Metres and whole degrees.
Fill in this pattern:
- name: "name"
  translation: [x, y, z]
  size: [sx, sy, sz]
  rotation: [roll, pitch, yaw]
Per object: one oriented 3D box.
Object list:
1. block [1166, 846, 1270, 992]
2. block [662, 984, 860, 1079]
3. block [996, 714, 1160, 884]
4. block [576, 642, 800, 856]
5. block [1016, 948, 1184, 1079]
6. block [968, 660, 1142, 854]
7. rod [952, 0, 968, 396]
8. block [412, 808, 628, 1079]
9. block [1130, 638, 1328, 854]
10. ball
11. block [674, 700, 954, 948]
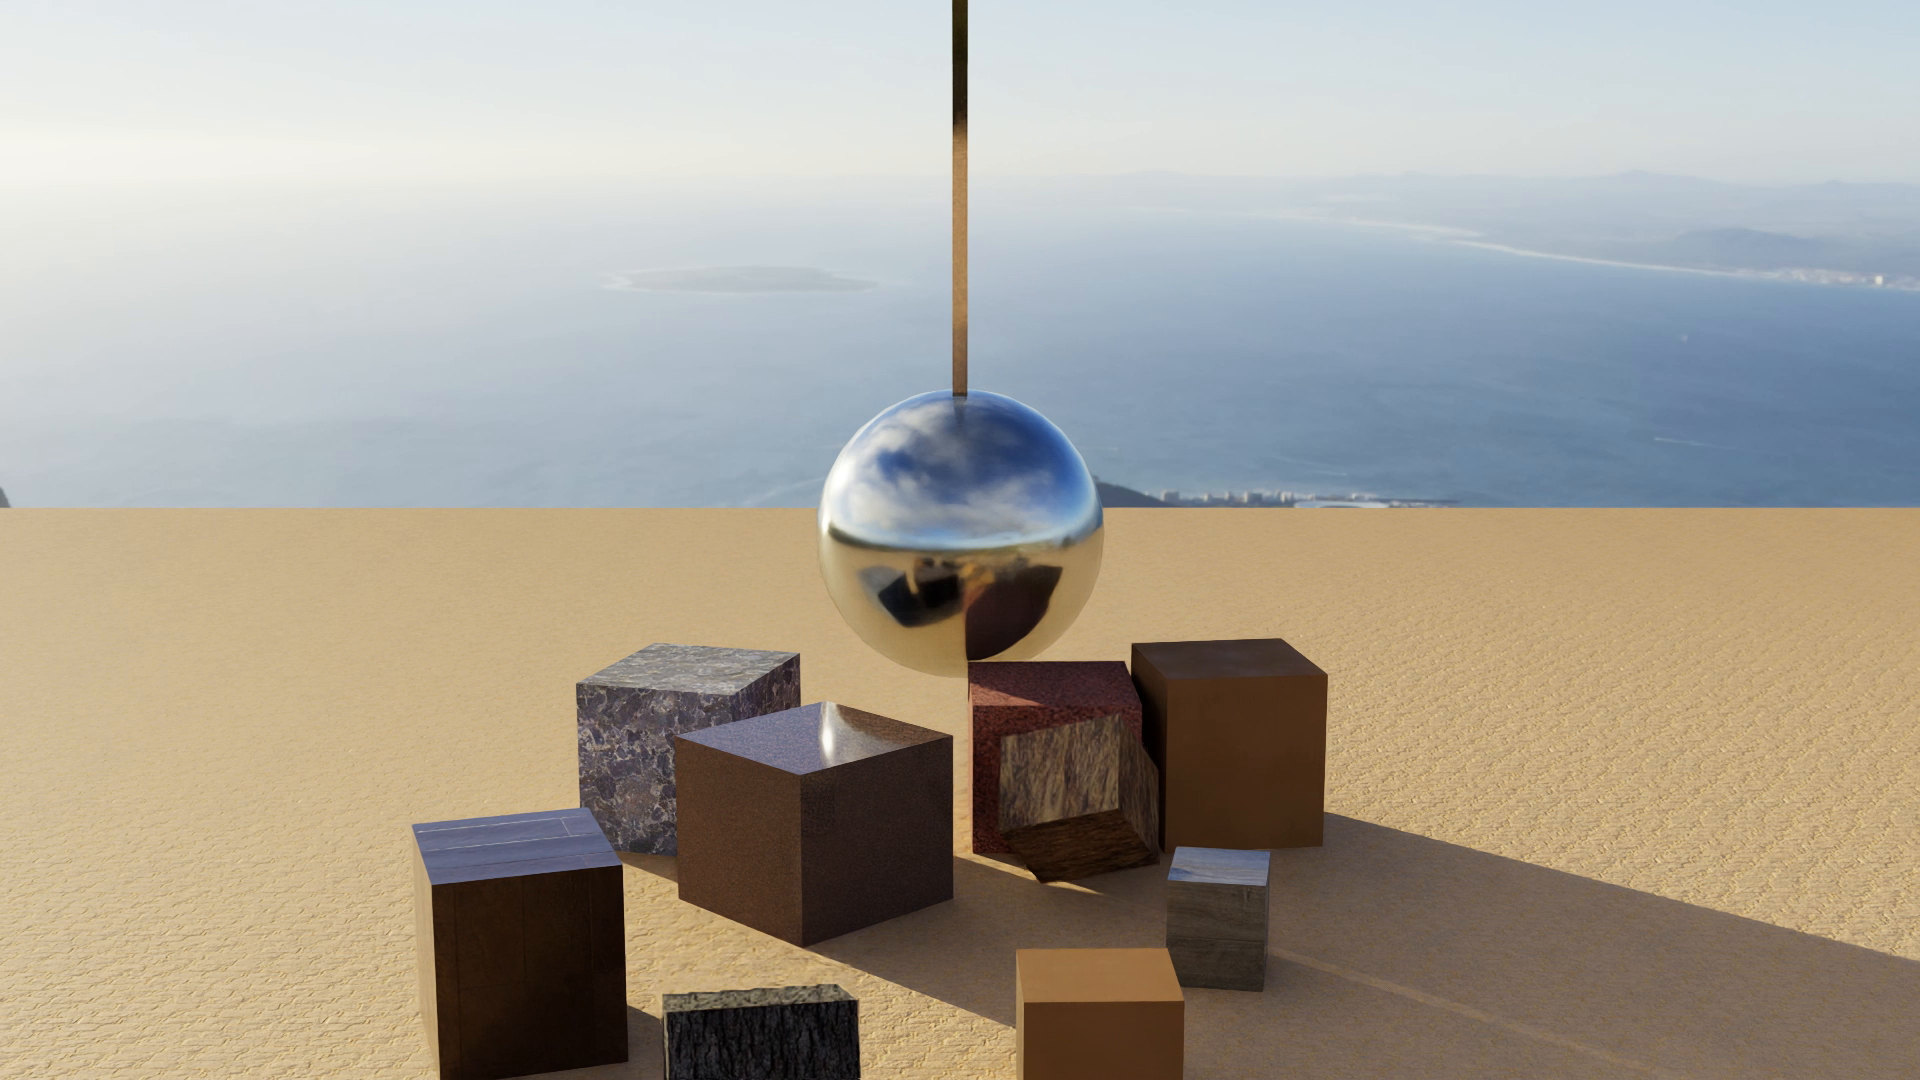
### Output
- name: "block"
  translation: [1.106, 1.613, 9.396]
  size: [0.407, 0.464, 0.456]
  rotation: [2, 10, 10]
- name: "block"
  translation: [-0.675, 1.830, 7.382]
  size: [0.614, 0.582, 0.684]
  rotation: [-2, -7, -9]
- name: "block"
  translation: [0.566, 1.226, 10.381]
  size: [0.600, 0.527, 0.512]
  rotation: [-13, 49, 21]
- name: "block"
  translation: [-1.373, 1.069, 11.315]
  size: [0.832, 0.848, 0.939]
  rotation: [3, 11, 16]
- name: "block"
  translation: [0.505, 1.834, 8.102]
  size: [0.572, 0.493, 0.520]
  rotation: [0, 10, -1]
- name: "block"
  translation: [0.471, 1.105, 11.368]
  size: [0.836, 0.759, 0.932]
  rotation: [0, 10, -1]
- name: "rod"
  translation: [0.000, -3.241, 11.017]
  size: [0.080, 5.200, 0.080]
  rotation: [0, 20, 0]
- name: "block"
  translation: [-1.743, 1.578, 8.664]
  size: [0.711, 0.795, 0.777]
  rotation: [-4, 11, -19]
- name: "block"
  translation: [1.366, 1.043, 11.338]
  size: [0.815, 0.891, 0.816]
  rotation: [-1, 10, -8]
- name: "ball"
  translation: [0.000, -0.038, 12.156]
  size: [1.600, 1.600, 1.600]
  rotation: [0, 10, 0]
- name: "block"
  translation: [-0.676, 1.293, 10.242]
  size: [0.926, 0.790, 0.897]
  rotation: [-10, 14, -43]
